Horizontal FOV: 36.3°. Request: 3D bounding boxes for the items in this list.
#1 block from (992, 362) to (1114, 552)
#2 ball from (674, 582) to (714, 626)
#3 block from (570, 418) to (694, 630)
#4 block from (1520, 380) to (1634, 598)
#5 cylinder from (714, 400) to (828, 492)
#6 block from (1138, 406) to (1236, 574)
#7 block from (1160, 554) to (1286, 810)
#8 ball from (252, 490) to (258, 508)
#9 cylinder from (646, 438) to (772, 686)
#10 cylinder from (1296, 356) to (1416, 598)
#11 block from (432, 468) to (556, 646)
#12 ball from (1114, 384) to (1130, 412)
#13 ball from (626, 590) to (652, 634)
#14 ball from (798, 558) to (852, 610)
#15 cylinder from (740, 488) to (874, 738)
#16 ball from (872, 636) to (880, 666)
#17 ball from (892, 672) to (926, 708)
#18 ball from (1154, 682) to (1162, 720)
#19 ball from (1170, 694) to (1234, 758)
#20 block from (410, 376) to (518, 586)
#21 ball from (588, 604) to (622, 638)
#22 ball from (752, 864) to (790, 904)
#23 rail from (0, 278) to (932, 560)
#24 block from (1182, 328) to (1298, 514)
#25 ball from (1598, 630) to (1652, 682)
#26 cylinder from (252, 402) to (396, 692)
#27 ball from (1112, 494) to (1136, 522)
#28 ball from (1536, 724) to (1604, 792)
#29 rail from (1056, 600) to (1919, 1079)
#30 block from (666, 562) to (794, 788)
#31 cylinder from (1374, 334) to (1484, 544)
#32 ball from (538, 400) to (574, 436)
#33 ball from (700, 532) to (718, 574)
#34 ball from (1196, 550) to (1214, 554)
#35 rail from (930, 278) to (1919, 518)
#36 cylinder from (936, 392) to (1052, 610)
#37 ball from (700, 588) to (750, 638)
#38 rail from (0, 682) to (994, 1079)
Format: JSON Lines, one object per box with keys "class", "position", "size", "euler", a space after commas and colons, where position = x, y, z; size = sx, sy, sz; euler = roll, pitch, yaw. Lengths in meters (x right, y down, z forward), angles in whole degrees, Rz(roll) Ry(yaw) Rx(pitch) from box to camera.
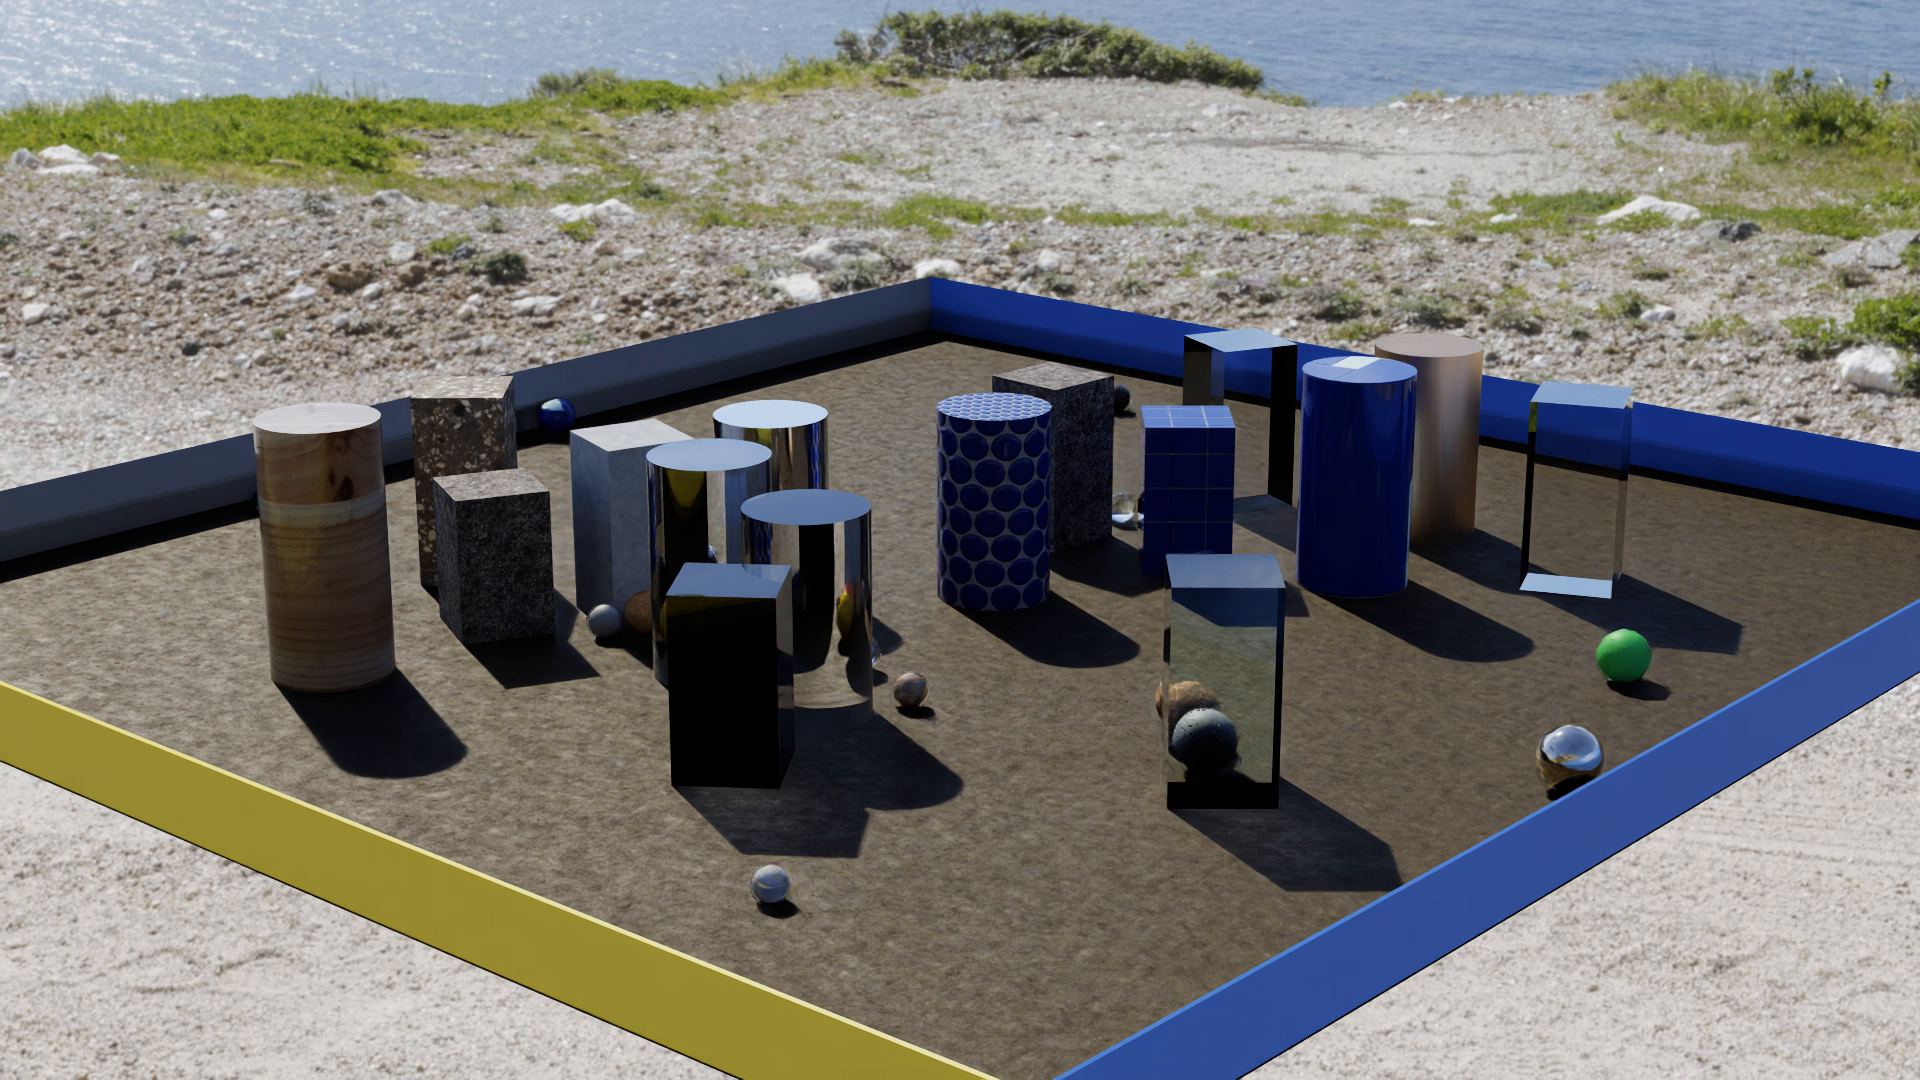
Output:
{"class": "block", "position": [0.172, -0.156, 5.439], "size": [0.159, 0.307, 0.159], "euler": [16, 23, 43]}
{"class": "ball", "position": [-0.447, 0.108, 4.966], "size": [0.076, 0.076, 0.076], "euler": [0, 17, 0]}
{"class": "block", "position": [-0.555, -0.028, 5.001], "size": [0.159, 0.314, 0.159], "euler": [-10, 19, -29]}
{"class": "block", "position": [1.086, -0.090, 5.162], "size": [0.159, 0.341, 0.159], "euler": [6, 18, 18]}
{"class": "cylinder", "position": [-0.328, -0.065, 5.116], "size": [0.199, 0.320, 0.199], "euler": [0, 17, 0]}
{"class": "block", "position": [0.407, -0.091, 5.284], "size": [0.159, 0.272, 0.159], "euler": [0, 17, 0]}
{"class": "block", "position": [0.375, 0.202, 4.209], "size": [0.159, 0.331, 0.159], "euler": [0, 17, 1]}
{"class": "ball", "position": [-1.340, -0.079, 5.642], "size": [0.042, 0.042, 0.042], "euler": [0, 17, 0]}
{"class": "cylinder", "position": [-0.397, 0.039, 4.694], "size": [0.199, 0.364, 0.199], "euler": [0, 17, 0]}
{"class": "cylinder", "position": [0.695, -0.112, 5.155], "size": [0.199, 0.386, 0.199], "euler": [0, 17, 0]}
{"class": "block", "position": [-0.785, 0.026, 4.939], "size": [0.159, 0.248, 0.159], "euler": [-7, 18, -22]}
{"class": "ball", "position": [0.342, -0.309, 6.377], "size": [0.060, 0.060, 0.060], "euler": [0, 17, 0]}
{"class": "ball", "position": [-0.525, 0.121, 4.922], "size": [0.075, 0.075, 0.075], "euler": [0, 17, 0]}
{"class": "ball", "position": [-0.233, 0.076, 5.043], "size": [0.092, 0.092, 0.092], "euler": [0, 17, 0]}
{"class": "cylinder", "position": [-0.234, 0.110, 4.506], "size": [0.199, 0.336, 0.199], "euler": [0, 17, 0]}
{"class": "ball", "position": [-0.164, 0.180, 4.741], "size": [0.068, 0.068, 0.068], "euler": [0, 17, 0]}
{"class": "ball", "position": [-0.078, 0.235, 4.582], "size": [0.054, 0.054, 0.054], "euler": [0, 17, 0]}
{"class": "ball", "position": [0.347, 0.246, 4.467], "size": [0.099, 0.099, 0.099], "euler": [0, 17, 0]}
{"class": "ball", "position": [0.361, 0.278, 4.365], "size": [0.095, 0.095, 0.095], "euler": [0, 17, 0]}
{"class": "block", "position": [-0.876, -0.106, 5.214], "size": [0.159, 0.341, 0.159], "euler": [0, 17, -1]}
{"class": "ball", "position": [-0.594, 0.136, 4.907], "size": [0.056, 0.056, 0.056], "euler": [0, 17, 0]}
{"class": "ball", "position": [-0.249, 0.453, 3.863], "size": [0.050, 0.050, 0.050], "euler": [0, 17, 0]}
{"class": "rail", "position": [-1.072, -0.236, 6.011], "size": [0.045, 0.129, 3.100], "euler": [14, 22, 39]}
{"class": "block", "position": [0.537, -0.230, 5.664], "size": [0.159, 0.320, 0.159], "euler": [-8, 18, -24]}
{"class": "ball", "position": [1.063, 0.186, 4.691], "size": [0.085, 0.085, 0.085], "euler": [0, 17, 0]}
{"class": "cylinder", "position": [-1.014, 0.011, 4.684], "size": [0.199, 0.424, 0.199], "euler": [0, 17, 0]}
{"class": "ball", "position": [0.305, -0.061, 5.560], "size": [0.055, 0.055, 0.055], "euler": [0, 17, 0]}
{"class": "ball", "position": [0.881, 0.316, 4.235], "size": [0.098, 0.098, 0.098], "euler": [0, 17, 0]}
{"class": "rail", "position": [1.072, 0.301, 4.228], "size": [0.045, 0.129, 3.100], "euler": [14, 22, 39]}
{"class": "block", "position": [-0.334, 0.197, 4.295], "size": [0.159, 0.291, 0.159], "euler": [1, 17, 5]}
{"class": "cylinder", "position": [0.867, -0.191, 5.471], "size": [0.199, 0.355, 0.199], "euler": [0, 17, 0]}
{"class": "ball", "position": [-0.851, -0.259, 6.182], "size": [0.076, 0.076, 0.076], "euler": [0, 17, 0]}
{"class": "ball", "position": [-0.429, 0.022, 5.250], "size": [0.075, 0.075, 0.075], "euler": [0, 17, 0]}
{"class": "ball", "position": [0.436, 0.045, 5.211], "size": [0.054, 0.054, 0.054], "euler": [0, 17, 0]}
{"class": "rail", "position": [1.001, -0.300, 6.223], "size": [2.888, 0.129, 0.045], "euler": [14, 22, 39]}
{"class": "cylinder", "position": [0.058, -0.068, 5.095], "size": [0.199, 0.338, 0.199], "euler": [0, 17, 0]}
{"class": "ball", "position": [-0.394, 0.121, 4.908], "size": [0.083, 0.083, 0.083], "euler": [0, 17, 0]}
{"class": "rail", "position": [-1.001, 0.365, 4.016], "size": [2.888, 0.129, 0.045], "euler": [14, 22, 39]}
